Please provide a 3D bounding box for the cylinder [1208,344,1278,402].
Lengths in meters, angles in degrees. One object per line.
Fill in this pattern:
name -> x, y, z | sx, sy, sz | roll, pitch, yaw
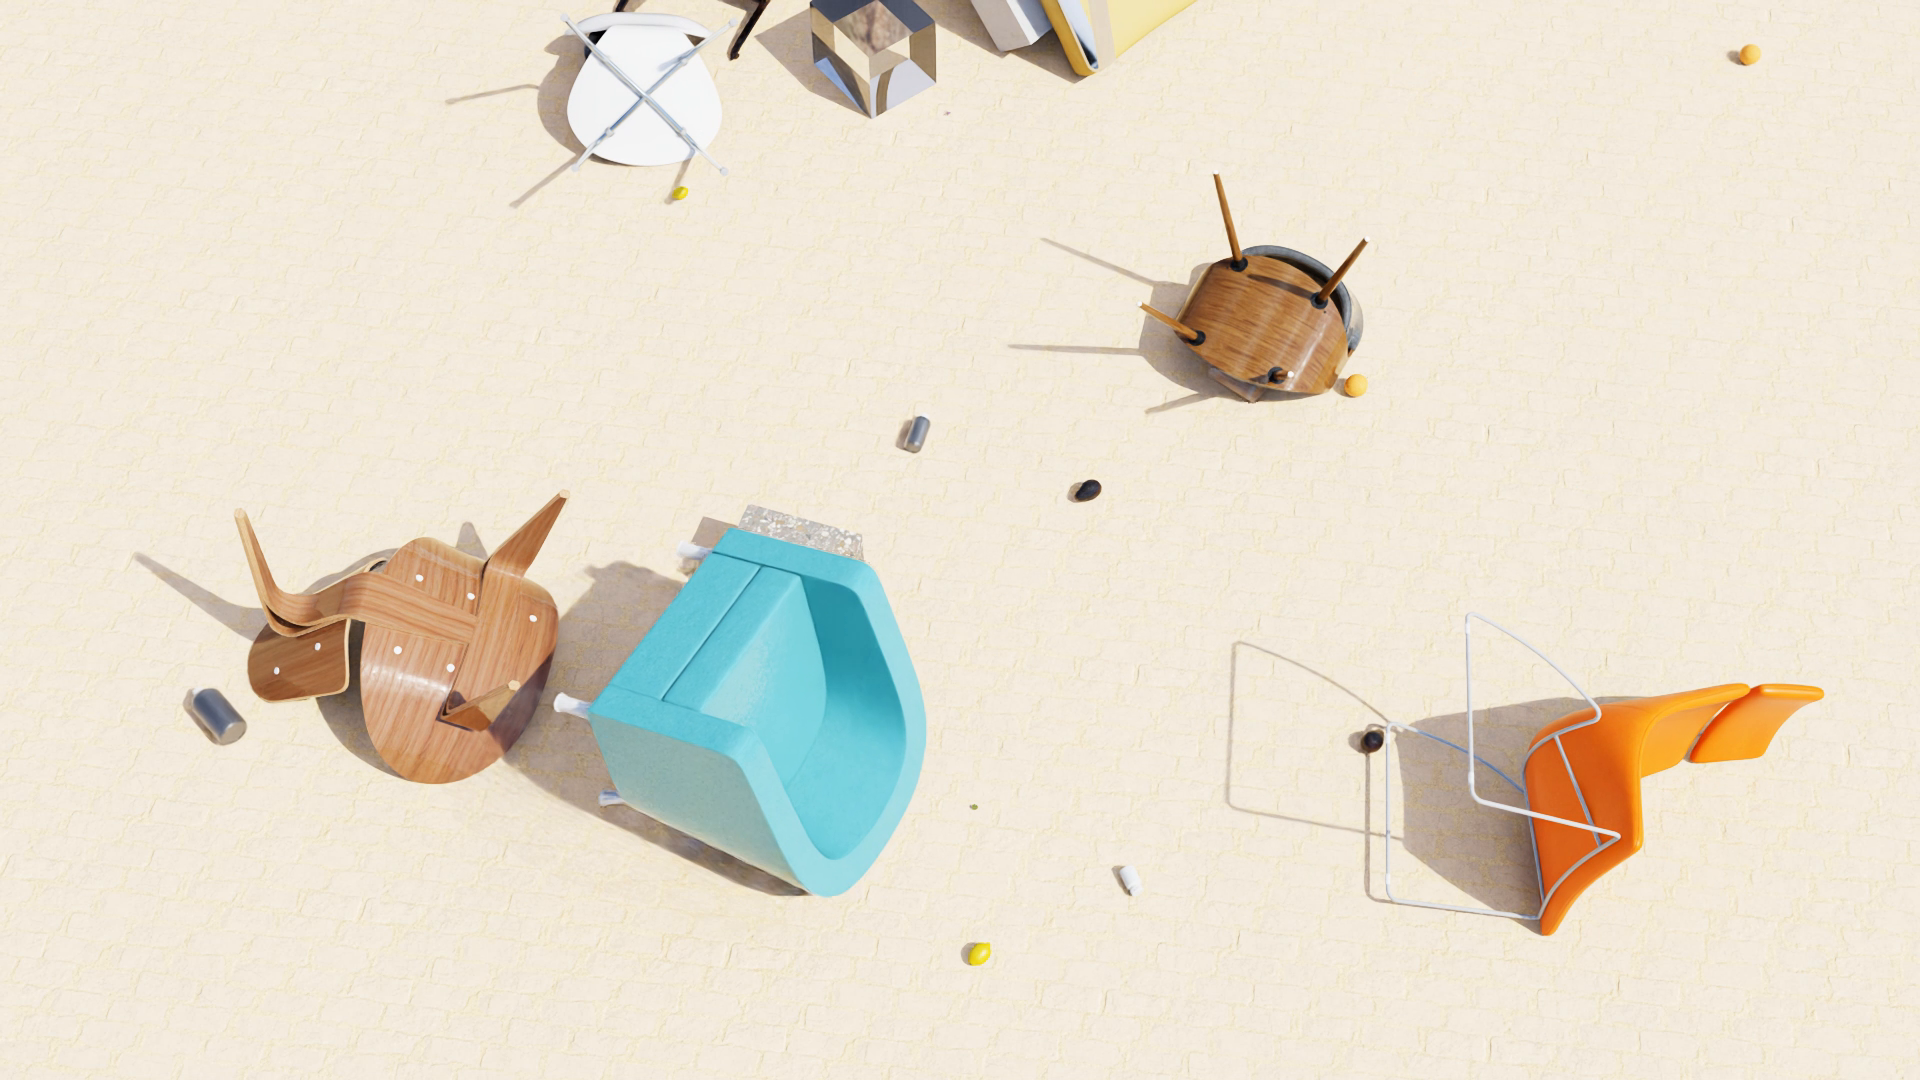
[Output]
cylinder -> 0.884, -0.523, 6.876 | 0.163, 0.081, 0.142 | 36, 60, 21

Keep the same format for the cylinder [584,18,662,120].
cylinder -> -1.156, -1.618, 7.551 | 0.244, 0.180, 0.305 | -9, 57, -6

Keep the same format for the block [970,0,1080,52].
block -> 0.215, -1.894, 7.650 | 0.262, 0.265, 0.188 | -43, 24, -24

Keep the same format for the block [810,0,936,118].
block -> -0.296, -1.705, 7.545 | 0.281, 0.286, 0.339 | -33, 62, -20

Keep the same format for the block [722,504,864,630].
block -> -0.481, 0.078, 6.398 | 0.352, 0.205, 0.209 | 15, 57, 10
